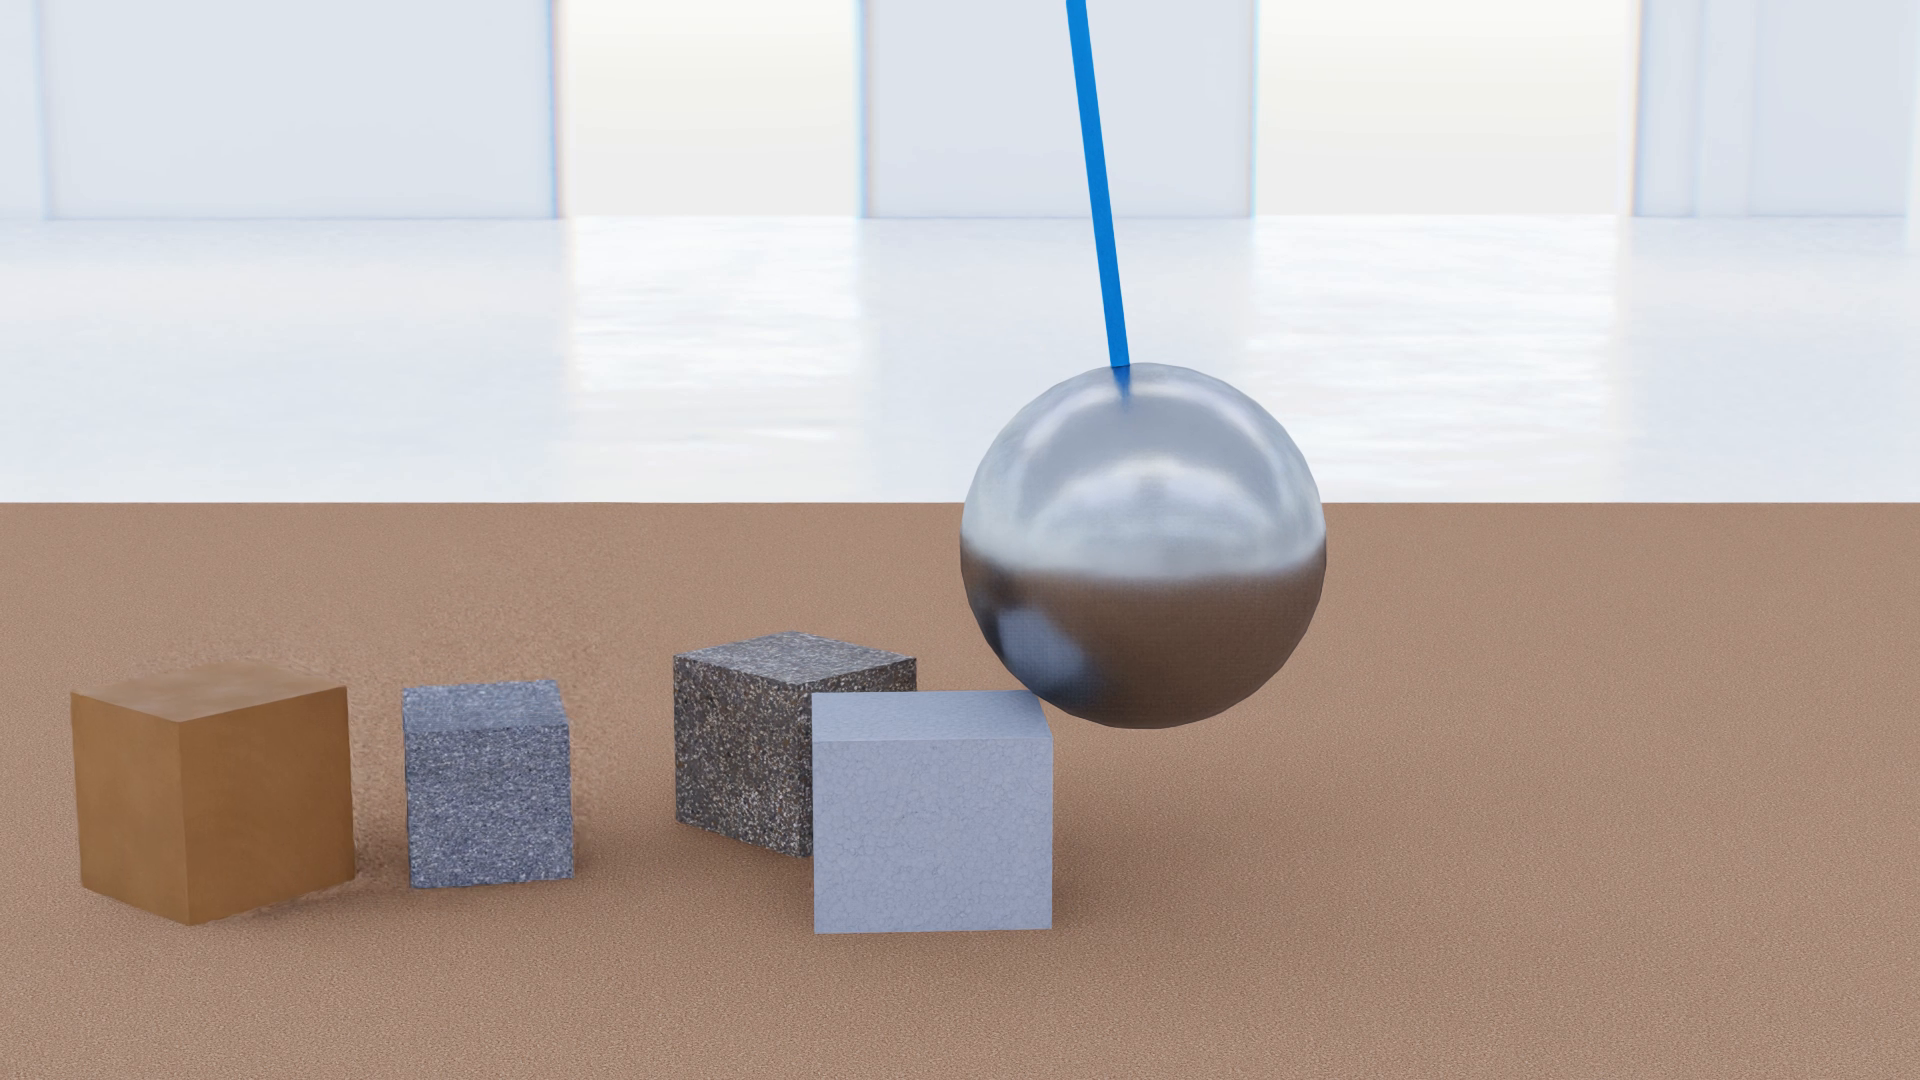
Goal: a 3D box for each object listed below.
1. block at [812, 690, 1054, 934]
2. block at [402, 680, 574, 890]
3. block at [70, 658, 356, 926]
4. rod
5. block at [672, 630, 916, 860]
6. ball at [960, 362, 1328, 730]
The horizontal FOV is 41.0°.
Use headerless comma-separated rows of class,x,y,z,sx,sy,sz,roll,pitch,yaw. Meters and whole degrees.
block,-0.135,1.145,10.975,0.986,0.820,0.833,-1,10,-3
block,-2.142,1.089,11.590,0.701,0.706,0.844,-2,11,-13
block,-3.253,1.076,11.190,0.819,0.879,0.841,9,13,39
rod,0.345,-3.289,10.582,0.080,5.200,0.080,-8,10,1
block,-0.777,0.944,12.107,0.866,0.811,0.755,10,14,43
ball,0.796,0.026,11.185,1.600,1.600,1.600,0,10,0
